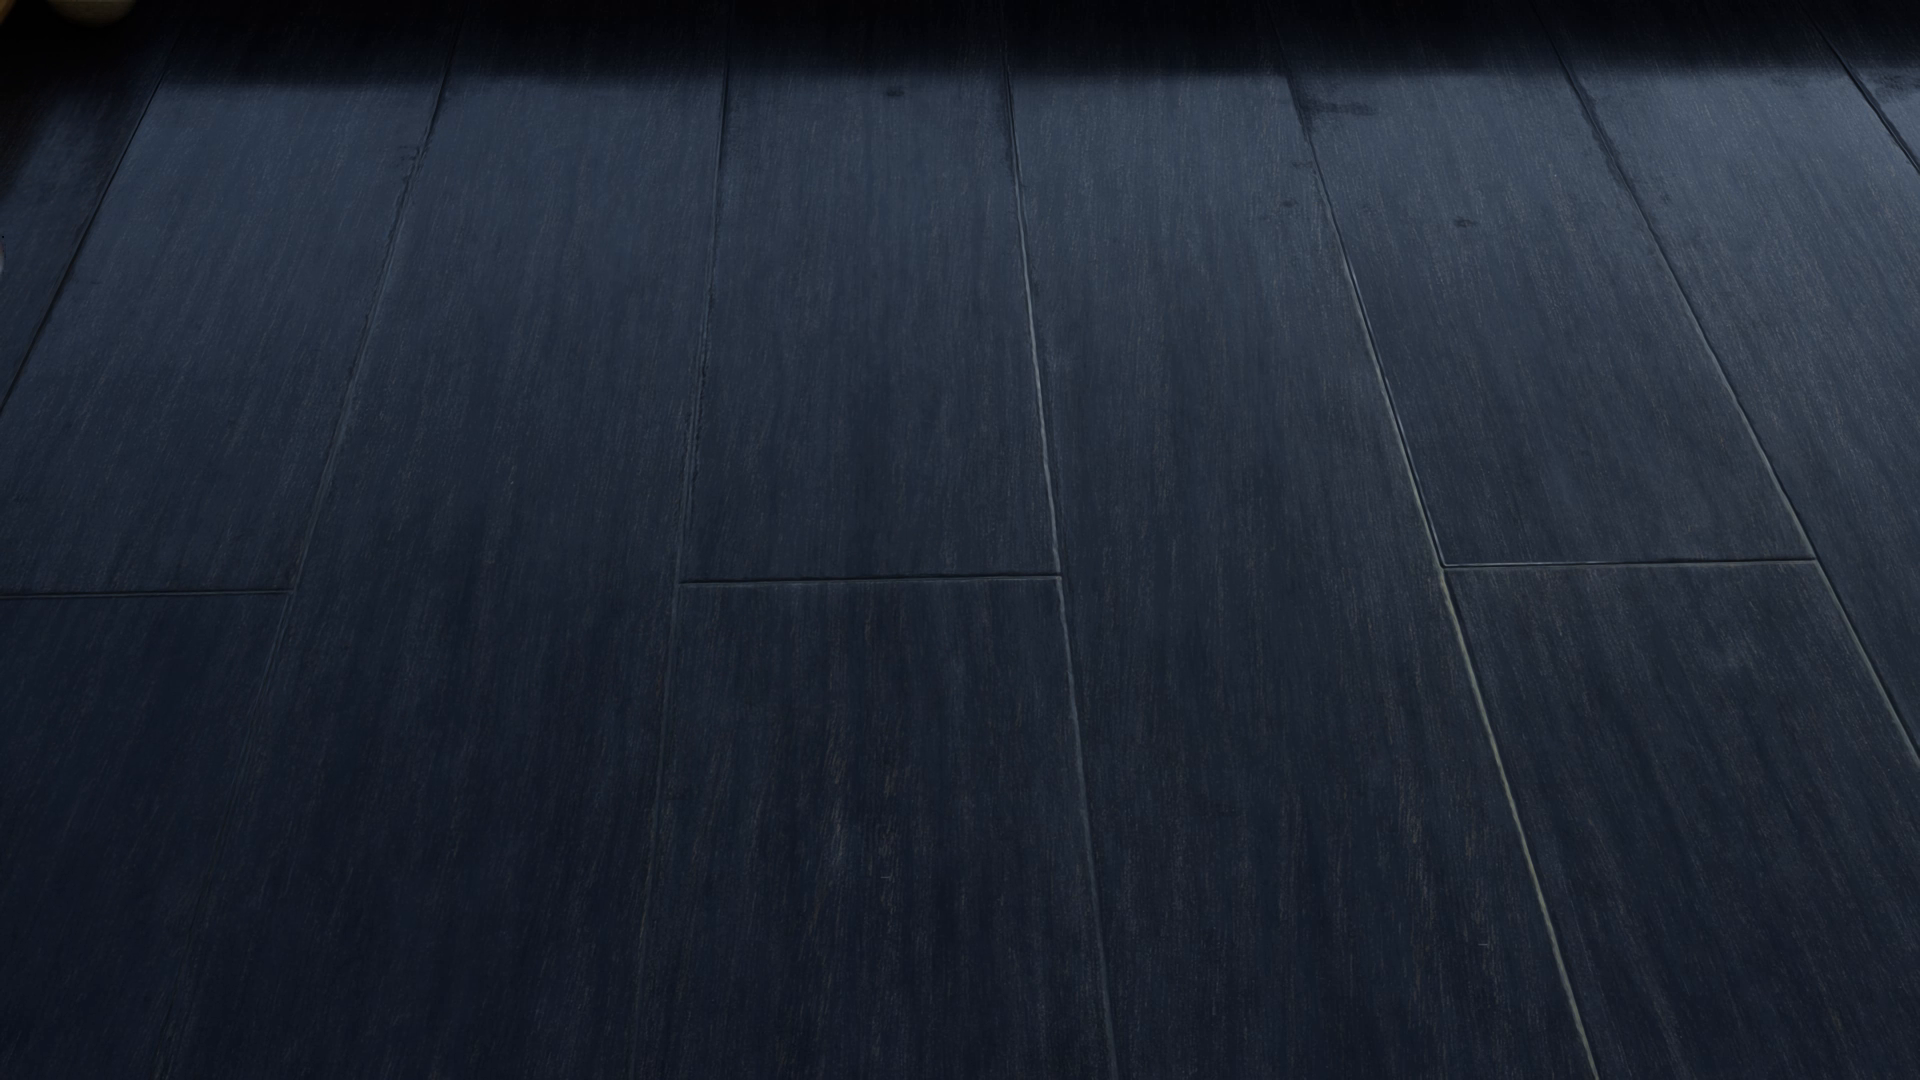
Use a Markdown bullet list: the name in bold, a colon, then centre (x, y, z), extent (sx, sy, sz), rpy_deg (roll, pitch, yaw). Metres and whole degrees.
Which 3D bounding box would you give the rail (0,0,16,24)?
- **rail**: centre (-0.831, -0.004, 1.614), extent (0.045, 0.120, 1.988), rpy_deg (-1, 36, -2)

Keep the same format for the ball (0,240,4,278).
- **ball**: centre (-0.767, -0.213, 1.927), extent (0.092, 0.092, 0.092), rpy_deg (0, 36, 0)

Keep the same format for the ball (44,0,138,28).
- **ball**: centre (-0.794, -0.514, 2.339), extent (0.093, 0.093, 0.093), rpy_deg (0, 36, 0)
